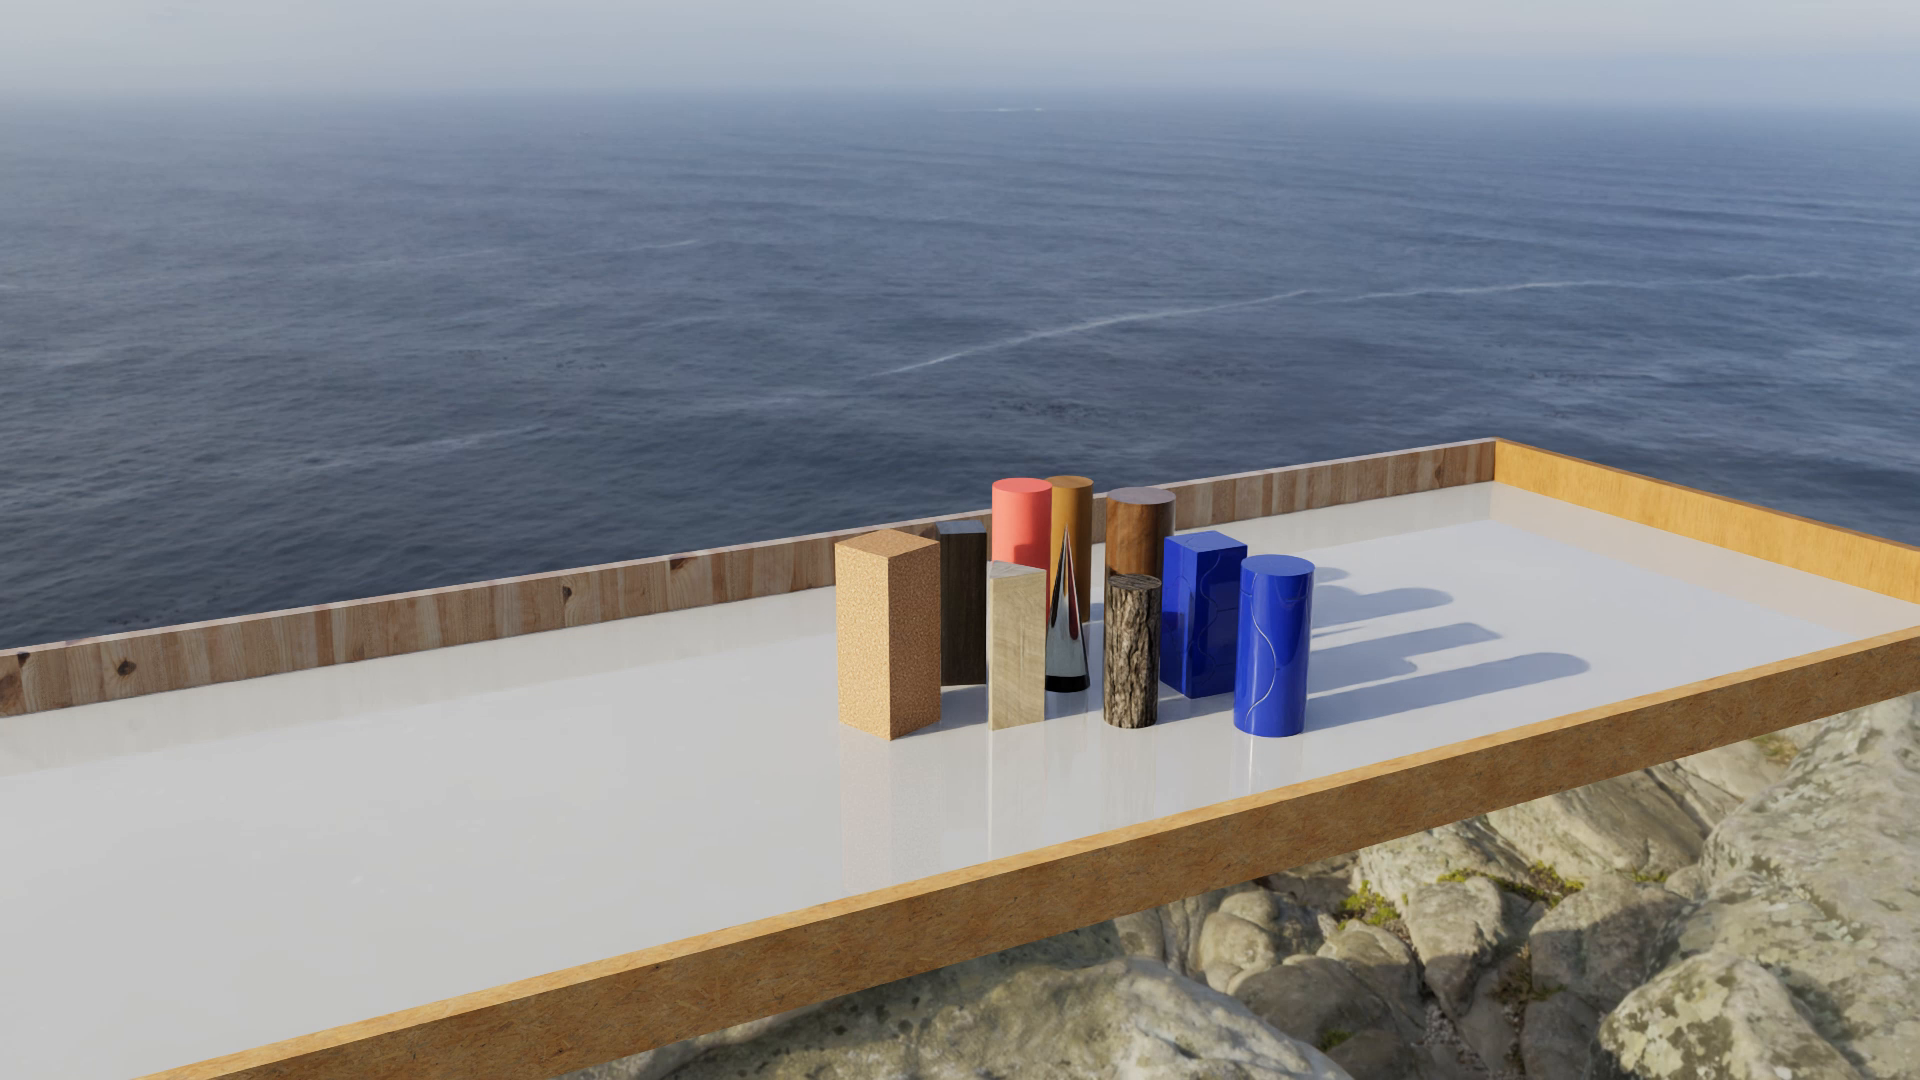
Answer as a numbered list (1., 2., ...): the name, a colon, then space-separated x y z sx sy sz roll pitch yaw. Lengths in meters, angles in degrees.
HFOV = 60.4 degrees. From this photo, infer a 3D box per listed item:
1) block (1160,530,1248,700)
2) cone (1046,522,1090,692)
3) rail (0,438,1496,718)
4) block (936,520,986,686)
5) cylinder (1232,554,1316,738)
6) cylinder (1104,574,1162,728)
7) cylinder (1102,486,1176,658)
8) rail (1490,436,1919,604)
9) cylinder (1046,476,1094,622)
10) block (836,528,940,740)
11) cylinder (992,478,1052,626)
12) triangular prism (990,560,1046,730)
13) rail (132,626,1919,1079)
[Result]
1. block: 0.599 0.182 4.069 0.145 0.375 0.145 -8 18 -24
2. cone: 0.259 0.154 4.076 0.136 0.424 0.136 0 16 0
3. rail: -3.305 0.497 3.399 12.000 0.150 0.050 -9 18 -27
4. block: 0.002 0.157 4.118 0.114 0.395 0.114 -2 17 -7
5. cylinder: 0.727 0.245 3.828 0.167 0.391 0.167 0 16 0
6. cylinder: 0.404 0.260 3.866 0.126 0.340 0.126 0 16 0
7. cylinder: 0.469 0.086 4.321 0.178 0.419 0.178 0 16 0
8. rail: 2.466 -0.048 5.253 0.050 0.150 2.100 -9 18 -27
9. cylinder: 0.296 0.028 4.566 0.137 0.391 0.137 0 16 0
10. block: -0.166 0.217 3.837 0.170 0.440 0.170 14 22 40
11. cylinder: 0.161 0.071 4.326 0.154 0.444 0.154 0 16 0
12. triangular prism: 0.109 0.241 3.875 0.144 0.371 0.125 -8 18 -24
13. rail: -2.336 1.006 1.665 12.000 0.150 0.050 -9 18 -27
